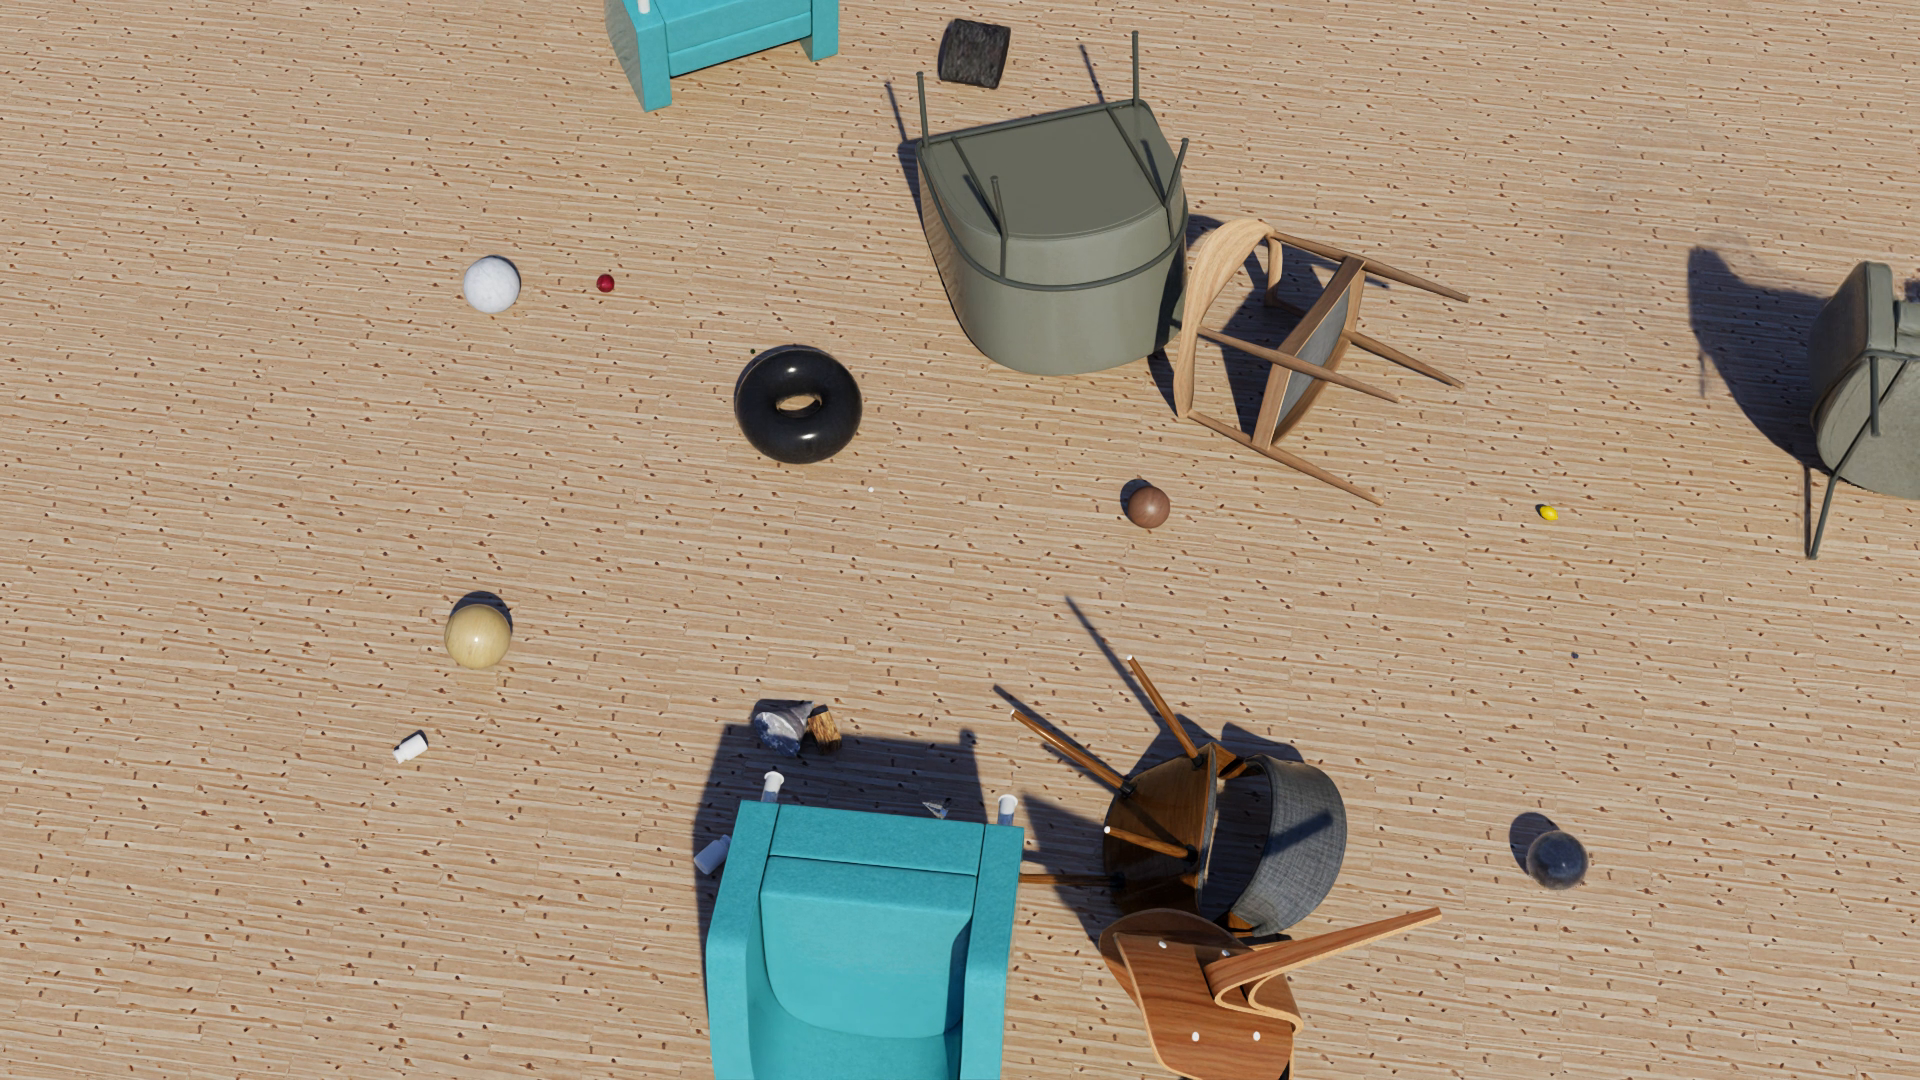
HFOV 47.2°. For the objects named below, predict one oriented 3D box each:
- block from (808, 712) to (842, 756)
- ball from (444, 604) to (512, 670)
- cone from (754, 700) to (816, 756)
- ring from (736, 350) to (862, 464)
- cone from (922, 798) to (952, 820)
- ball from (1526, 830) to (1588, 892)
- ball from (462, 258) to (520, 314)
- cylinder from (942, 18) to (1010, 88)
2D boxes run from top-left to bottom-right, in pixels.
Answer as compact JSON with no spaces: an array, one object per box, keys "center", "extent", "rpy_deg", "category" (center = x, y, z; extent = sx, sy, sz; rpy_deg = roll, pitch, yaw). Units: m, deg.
[{"center":[-0.380,0.543,6.171],"extent":[0.064,0.063,0.092],"rpy_deg":[-20,58,-13],"category":"block"},{"center":[-1.377,0.276,6.276],"extent":[0.188,0.188,0.188],"rpy_deg":[0,56,0],"category":"ball"},{"center":[-0.461,0.500,6.200],"extent":[0.157,0.133,0.185],"rpy_deg":[35,43,13],"category":"cone"},{"center":[-0.493,-0.410,6.751],"extent":[0.387,0.165,0.402],"rpy_deg":[-28,59,-16],"category":"ring"},{"center":[-0.073,0.733,6.070],"extent":[0.074,0.042,0.073],"rpy_deg":[11,50,27],"category":"cone"},{"center":[1.604,0.861,5.900],"extent":[0.160,0.160,0.160],"rpy_deg":[0,56,0],"category":"ball"},{"center":[-1.494,-0.811,7.010],"extent":[0.179,0.179,0.179],"rpy_deg":[0,56,0],"category":"ball"},{"center":[0.056,-1.690,7.633],"extent":[0.192,0.121,0.255],"rpy_deg":[11,64,7],"category":"cylinder"}]
